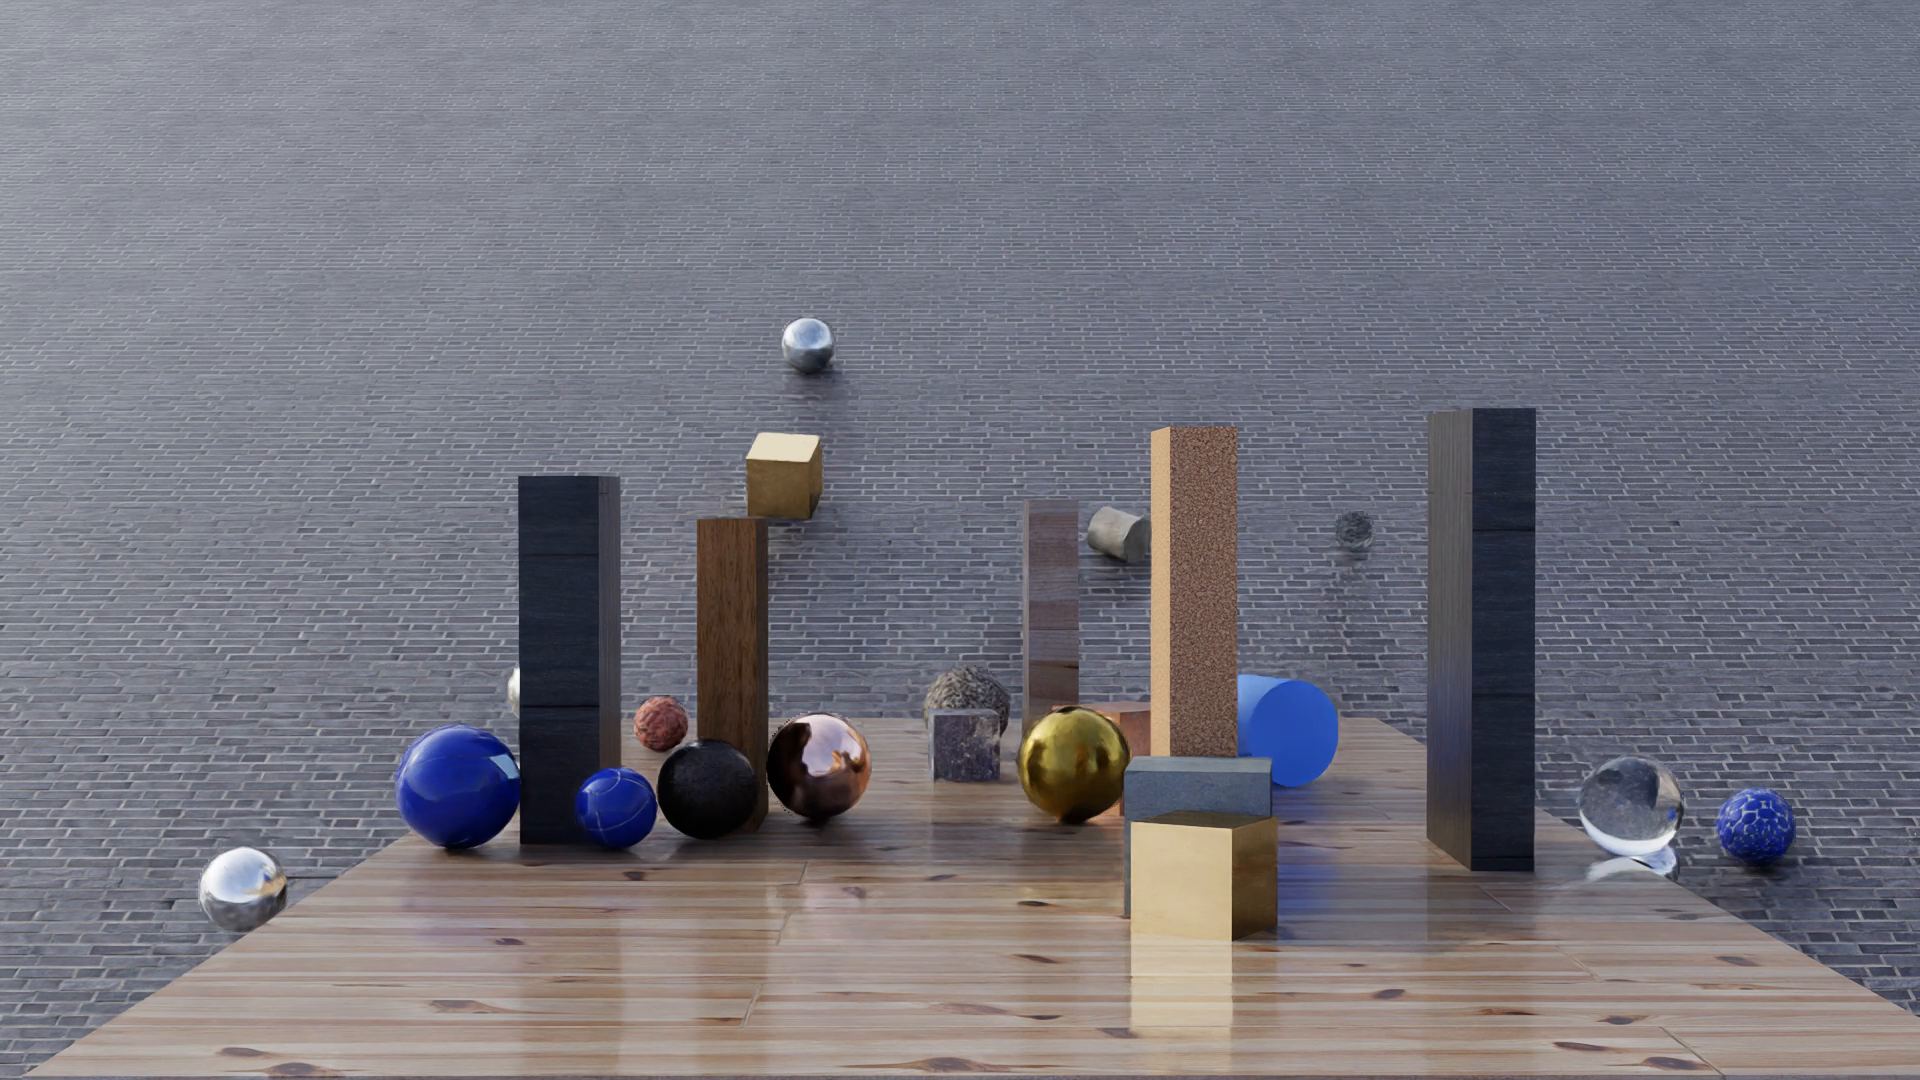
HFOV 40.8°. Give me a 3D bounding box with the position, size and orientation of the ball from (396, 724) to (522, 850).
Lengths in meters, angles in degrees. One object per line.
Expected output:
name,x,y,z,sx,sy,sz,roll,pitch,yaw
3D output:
ball,-0.816,0.402,4.202,0.201,0.201,0.201,0,27,0

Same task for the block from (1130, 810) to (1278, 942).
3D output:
block,0.326,0.445,3.437,0.146,0.146,0.146,1,1,31

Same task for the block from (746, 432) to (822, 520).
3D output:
block,-0.535,-0.196,7.862,0.192,0.192,0.192,4,27,7

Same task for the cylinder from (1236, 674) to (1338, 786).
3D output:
cylinder,0.612,0.378,5.162,0.208,0.208,0.208,-13,6,-24

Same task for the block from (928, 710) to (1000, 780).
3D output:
block,0.007,0.415,5.238,0.132,0.132,0.132,0,1,-6

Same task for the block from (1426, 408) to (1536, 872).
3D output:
block,0.830,0.149,4.129,0.097,0.708,0.374,0,1,0

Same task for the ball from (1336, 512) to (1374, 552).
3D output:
ball,1.164,-0.025,7.606,0.115,0.115,0.115,0,27,0

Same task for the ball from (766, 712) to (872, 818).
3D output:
ball,-0.250,0.401,4.582,0.187,0.187,0.187,0,27,0

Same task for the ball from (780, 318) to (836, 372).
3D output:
ball,-0.519,-0.666,8.807,0.186,0.186,0.186,0,27,0

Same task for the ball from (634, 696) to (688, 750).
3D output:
ball,-0.668,0.410,5.758,0.121,0.121,0.121,0,27,0

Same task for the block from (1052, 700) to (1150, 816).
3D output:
block,0.301,0.398,4.742,0.185,0.185,0.185,-1,1,-38

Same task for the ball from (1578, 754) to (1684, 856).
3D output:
ball,1.067,0.422,4.104,0.162,0.162,0.162,0,27,0

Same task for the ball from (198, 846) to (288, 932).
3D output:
ball,-1.169,0.570,4.211,0.139,0.139,0.139,0,27,0

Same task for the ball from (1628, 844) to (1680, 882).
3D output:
ball,1.535,0.725,5.730,0.124,0.124,0.124,0,27,0

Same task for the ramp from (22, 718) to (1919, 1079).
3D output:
ramp,0.060,0.544,4.580,2.000,0.100,4.000,0,1,0

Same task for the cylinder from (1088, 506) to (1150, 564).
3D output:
cylinder,0.468,-0.015,7.558,0.135,0.135,0.135,20,33,37

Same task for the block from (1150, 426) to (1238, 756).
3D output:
block,0.352,0.170,3.914,0.097,0.675,0.365,0,1,0

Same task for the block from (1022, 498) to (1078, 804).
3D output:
block,0.174,0.203,5.015,0.093,0.565,0.444,0,1,0

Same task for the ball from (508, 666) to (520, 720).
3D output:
ball,-1.028,0.376,6.397,0.186,0.186,0.186,0,27,0

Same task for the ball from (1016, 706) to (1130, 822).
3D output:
ball,0.200,0.394,4.548,0.201,0.201,0.201,0,27,0

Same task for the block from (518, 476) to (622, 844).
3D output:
block,-0.660,0.195,4.384,0.132,0.607,0.275,0,1,0

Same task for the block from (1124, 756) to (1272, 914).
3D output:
block,0.338,0.414,3.632,0.199,0.199,0.199,0,1,8

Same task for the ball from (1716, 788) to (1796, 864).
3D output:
ball,1.889,0.680,6.129,0.179,0.179,0.179,0,27,0

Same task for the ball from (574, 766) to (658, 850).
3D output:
ball,-0.559,0.436,4.194,0.134,0.134,0.134,0,27,0

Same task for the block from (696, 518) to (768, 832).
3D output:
block,-0.398,0.229,4.538,0.101,0.533,0.284,0,1,0

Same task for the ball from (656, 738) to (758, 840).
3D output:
ball,-0.423,0.416,4.316,0.168,0.168,0.168,0,27,0

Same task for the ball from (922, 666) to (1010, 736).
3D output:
ball,0.014,0.376,5.695,0.191,0.191,0.191,0,27,0
